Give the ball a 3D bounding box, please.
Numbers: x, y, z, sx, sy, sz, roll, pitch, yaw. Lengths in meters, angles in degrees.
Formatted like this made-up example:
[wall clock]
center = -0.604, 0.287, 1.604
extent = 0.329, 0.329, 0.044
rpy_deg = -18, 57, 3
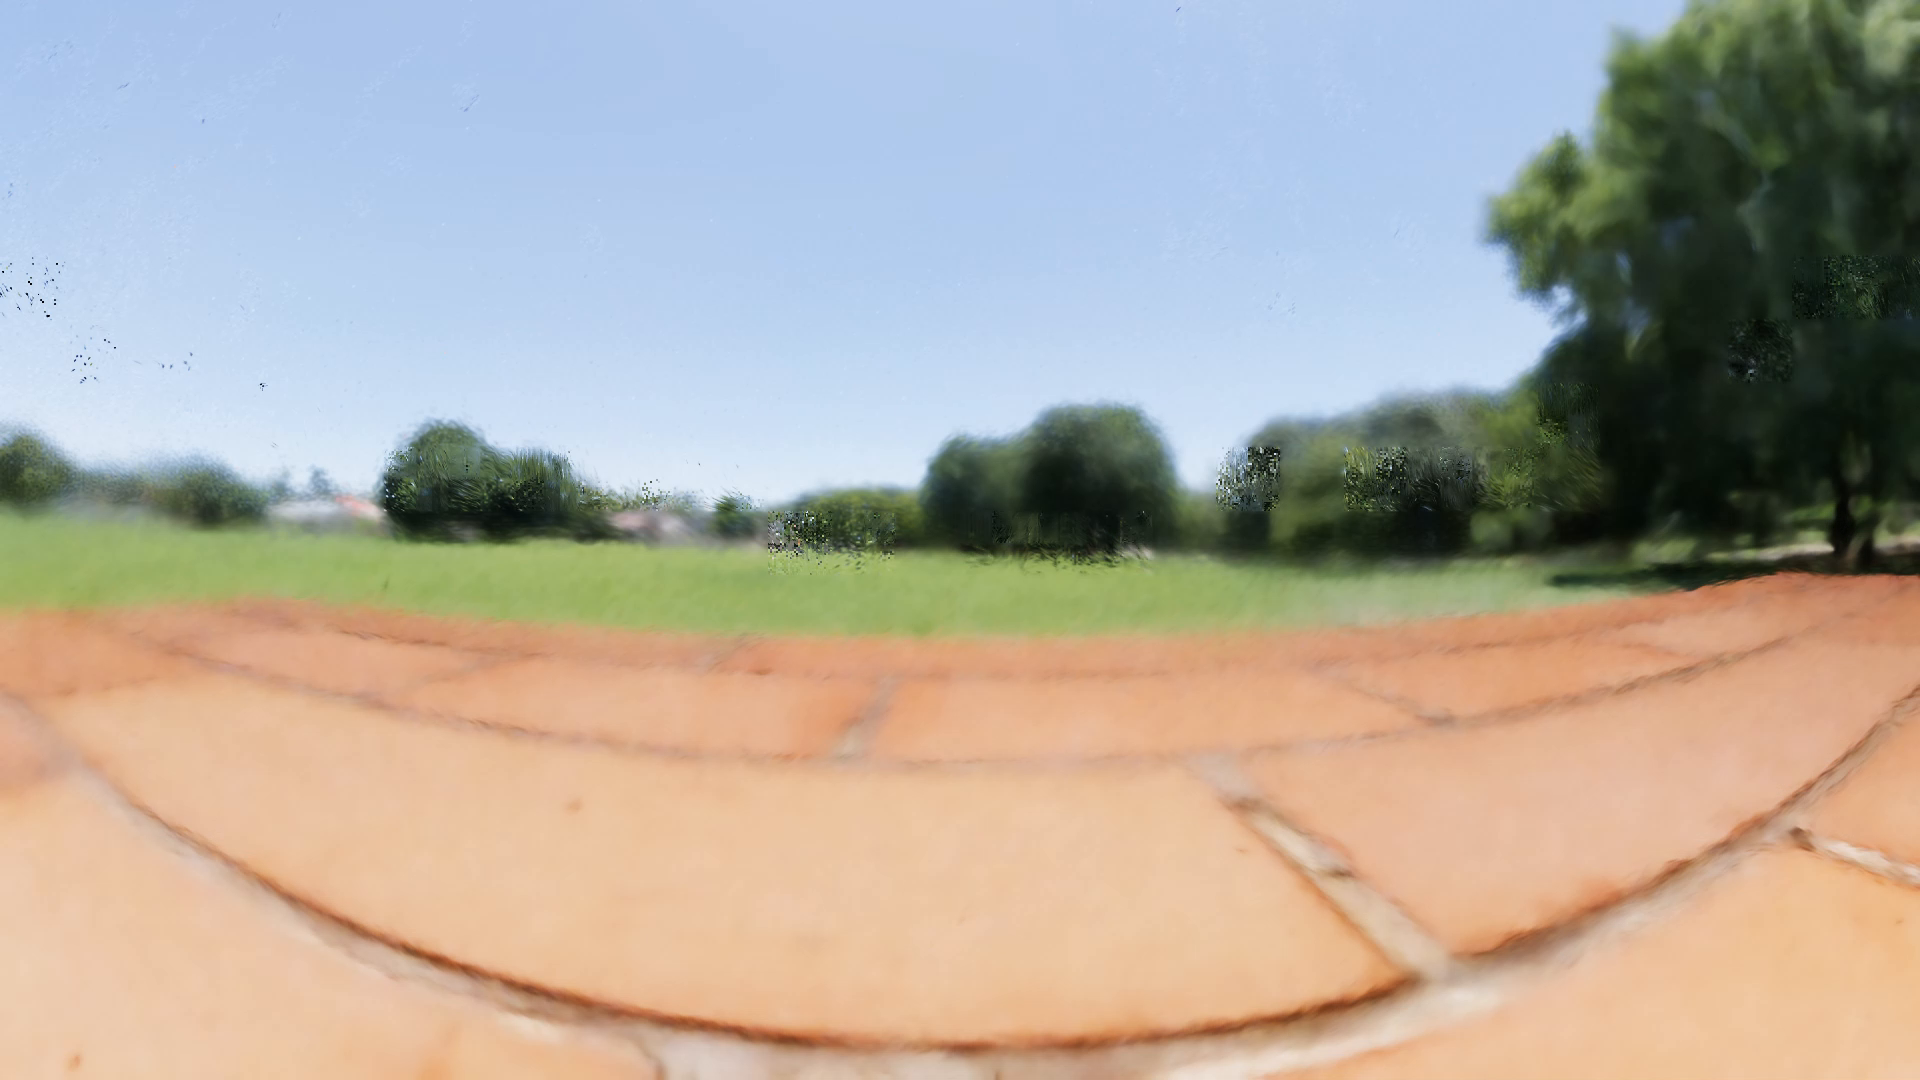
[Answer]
[ball]
center = 0.000, -0.002, 0.056
extent = 0.080, 0.080, 0.080
rpy_deg = 0, 4, 0
